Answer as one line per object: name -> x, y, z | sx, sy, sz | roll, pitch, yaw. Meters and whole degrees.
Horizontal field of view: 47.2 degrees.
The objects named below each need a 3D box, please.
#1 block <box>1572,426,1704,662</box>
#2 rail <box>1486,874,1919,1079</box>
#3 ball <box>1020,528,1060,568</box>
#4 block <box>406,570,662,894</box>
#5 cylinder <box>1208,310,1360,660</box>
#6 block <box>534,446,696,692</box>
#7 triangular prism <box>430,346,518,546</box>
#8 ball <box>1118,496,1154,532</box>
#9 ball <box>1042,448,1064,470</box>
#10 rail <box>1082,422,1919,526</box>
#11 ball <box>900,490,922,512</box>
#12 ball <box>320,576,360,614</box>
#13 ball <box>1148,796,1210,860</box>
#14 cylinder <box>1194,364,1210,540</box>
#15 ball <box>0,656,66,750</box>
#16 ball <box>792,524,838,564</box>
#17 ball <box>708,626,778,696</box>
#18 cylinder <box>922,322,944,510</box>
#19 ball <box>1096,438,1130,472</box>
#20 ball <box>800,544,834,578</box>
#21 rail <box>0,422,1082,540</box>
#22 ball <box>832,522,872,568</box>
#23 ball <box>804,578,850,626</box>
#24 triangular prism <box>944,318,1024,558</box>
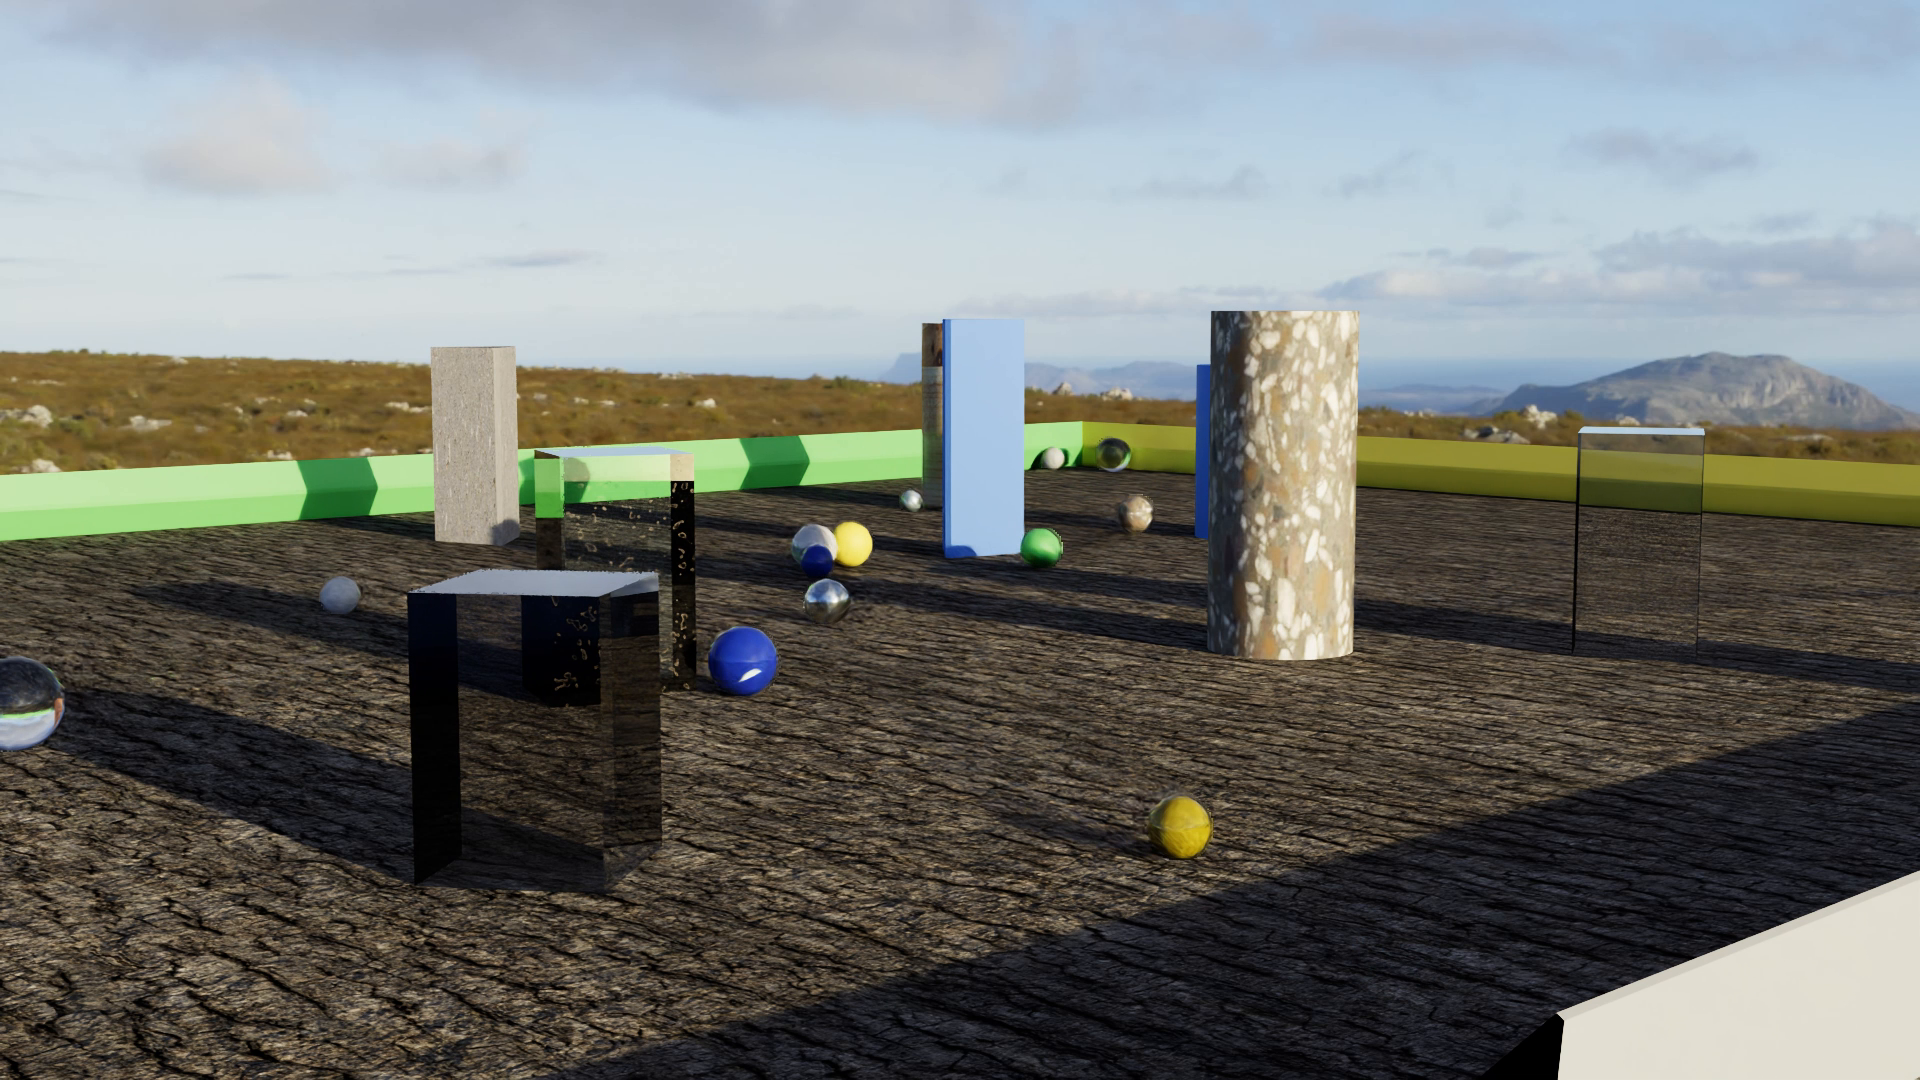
block -> 0.880, 0.002, 2.852 | 0.152, 0.287, 0.152 | 2, 6, 18
rail -> 1.276, 0.177, 1.957 | 4.457, 0.124, 0.045 | -6, 8, -42
ball -> 0.138, 0.014, 3.777 | 0.068, 0.068, 0.068 | 0, 6, 0
block -> -0.334, 0.147, 1.751 | 0.152, 0.229, 0.152 | 1, 6, 9
cylinder -> 0.420, -0.077, 2.864 | 0.190, 0.441, 0.190 | 0, 6, 0
block -> -0.407, 0.034, 2.595 | 0.152, 0.277, 0.152 | -3, 7, -23
triangular prism -> -0.901, -0.185, 4.225 | 0.165, 0.371, 0.143 | 3, 7, 30
ball -> 0.350, -0.051, 4.372 | 0.072, 0.072, 0.072 | 0, 6, 0
ball -> 0.256, -0.224, 6.059 | 0.064, 0.064, 0.064 | 0, 6, 0
rail -> 1.620, -0.125, 4.819 | 0.045, 0.124, 3.811 | -6, 8, -42
ball -> -0.107, -0.085, 4.817 | 0.047, 0.047, 0.047 | 0, 6, 0
ball -> -0.904, 0.081, 3.208 | 0.055, 0.055, 0.055 | 0, 6, 0
ball -> 0.177, 0.233, 1.782 | 0.051, 0.051, 0.051 | 0, 6, 0
cylinder -> 0.555, -0.174, 4.289 | 0.190, 0.335, 0.190 | 0, 6, 0
ball -> -0.954, 0.165, 2.218 | 0.095, 0.095, 0.095 | 0, 6, 0
ball -> -0.247, 0.013, 3.738 | 0.079, 0.079, 0.079 | 0, 6, 0
ball -> -0.250, 0.139, 2.533 | 0.081, 0.081, 0.081 | 0, 6, 0
cylinder -> 0.009, -0.281, 4.941 | 0.190, 0.411, 0.190 | 0, 6, 0
ball -> 0.417, -0.232, 5.984 | 0.094, 0.094, 0.094 | 0, 6, 0
ball -> -0.237, 0.035, 3.643 | 0.056, 0.056, 0.056 | 0, 6, 0
rail -> -1.276, -0.113, 4.707 | 4.457, 0.124, 0.045 | -6, 8, -42
ball -> -0.190, 0.008, 3.790 | 0.077, 0.077, 0.077 | 0, 6, 0
ball -> -0.187, 0.087, 3.098 | 0.065, 0.065, 0.065 | 0, 6, 0
triangular prism -> 0.010, -0.190, 4.012 | 0.165, 0.424, 0.143 | -4, 7, -33
